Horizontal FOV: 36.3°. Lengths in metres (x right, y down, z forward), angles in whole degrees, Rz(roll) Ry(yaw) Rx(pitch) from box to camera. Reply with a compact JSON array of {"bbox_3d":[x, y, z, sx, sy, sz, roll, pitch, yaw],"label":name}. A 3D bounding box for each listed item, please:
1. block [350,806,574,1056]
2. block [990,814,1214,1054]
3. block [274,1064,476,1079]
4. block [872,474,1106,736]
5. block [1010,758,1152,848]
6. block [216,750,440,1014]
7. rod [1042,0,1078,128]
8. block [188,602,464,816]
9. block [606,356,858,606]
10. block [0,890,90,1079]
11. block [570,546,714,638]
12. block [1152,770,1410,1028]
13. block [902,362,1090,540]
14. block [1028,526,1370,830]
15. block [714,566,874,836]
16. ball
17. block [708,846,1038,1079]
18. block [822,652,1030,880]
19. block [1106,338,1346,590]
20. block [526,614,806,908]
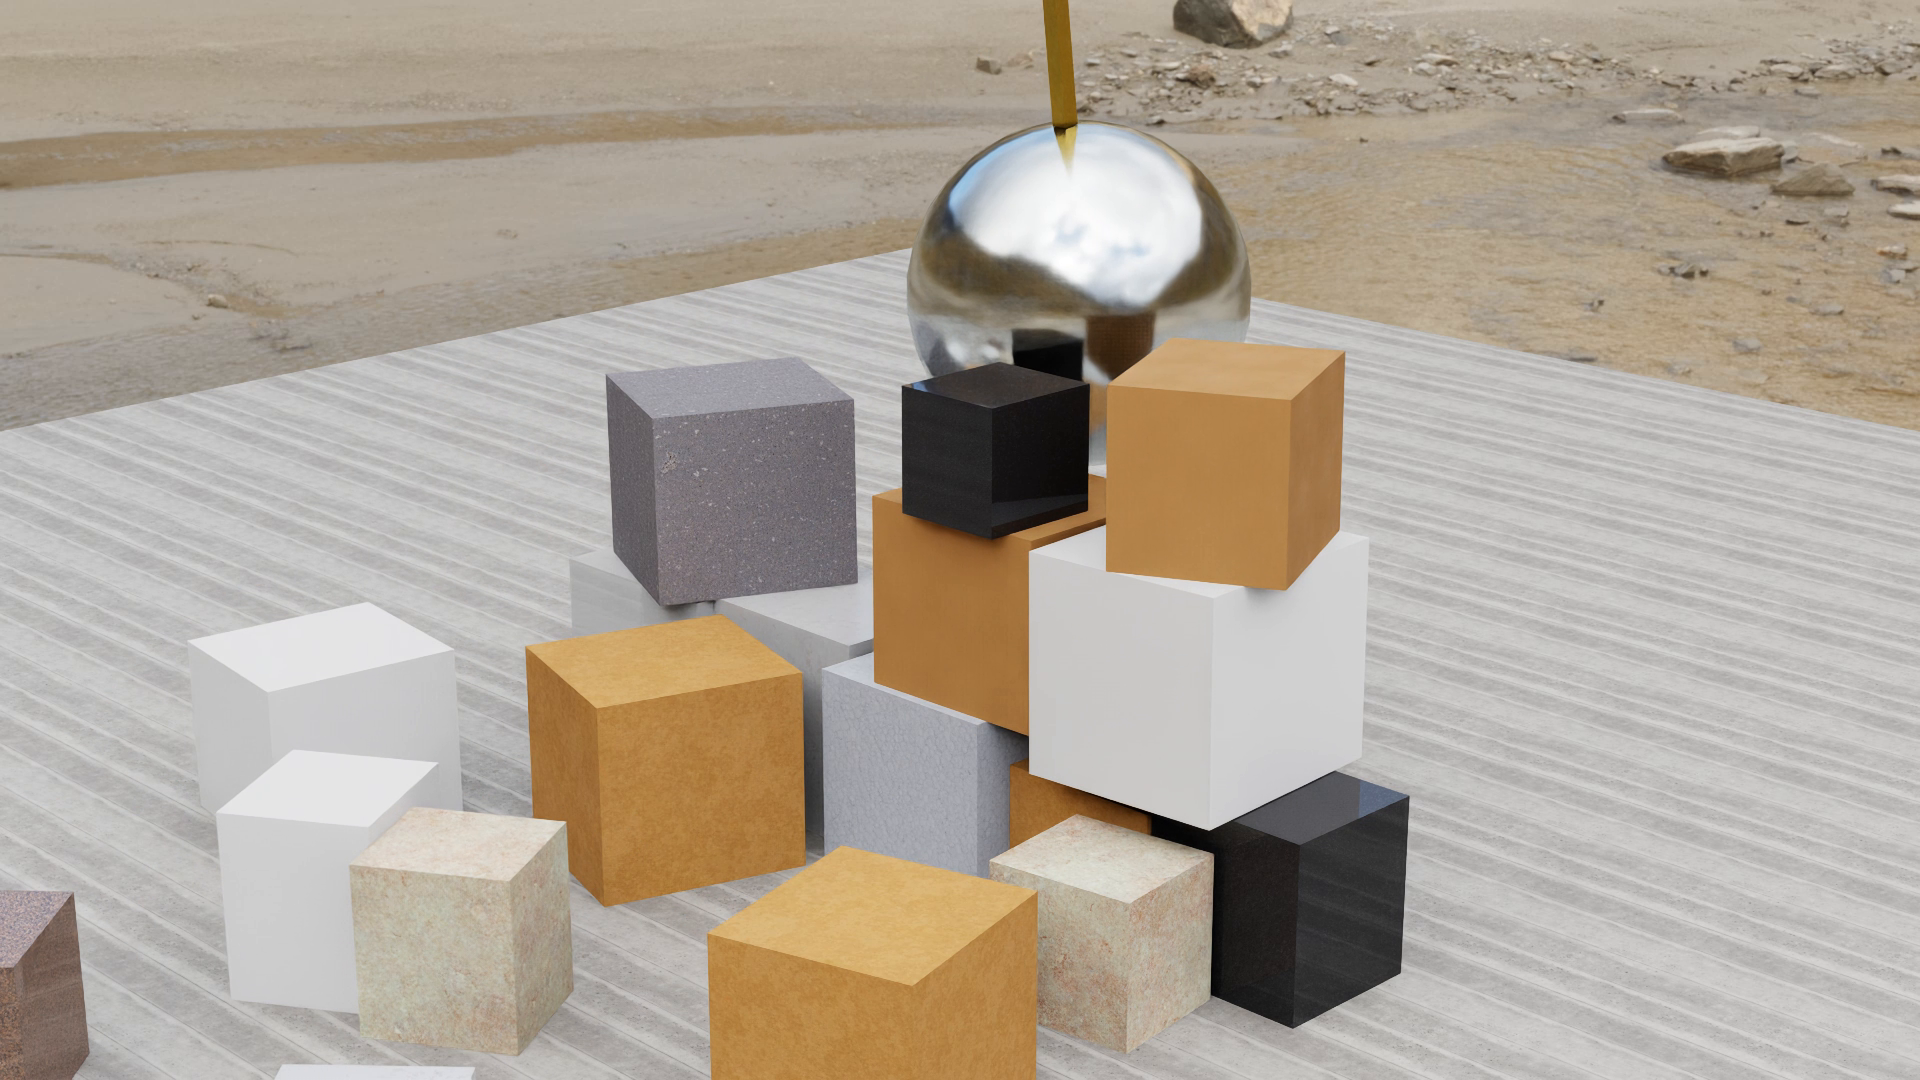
[{"bbox_3d":[-2.029,1.592,12.003,0.684,0.765,0.615,4,18,13],"label":"block"},{"bbox_3d":[0.582,1.614,12.109,0.692,0.660,0.616,13,22,36],"label":"block"},{"bbox_3d":[-2.069,2.253,10.158,0.688,0.610,0.669,1,17,2],"label":"block"},{"bbox_3d":[0.279,0.222,13.015,0.953,0.874,0.927,16,24,42],"label":"block"},{"bbox_3d":[0.779,1.326,12.939,0.782,0.711,0.802,-17,24,-42],"label":"block"},{"bbox_3d":[-2.634,1.435,12.373,0.670,0.844,0.719,4,18,13],"label":"block"},{"bbox_3d":[0.238,-4.263,12.252,0.080,5.200,0.080,17,31,42],"label":"rod"},{"bbox_3d":[-3.040,0.903,14.055,0.950,0.848,0.888,-13,22,-36],"label":"block"},{"bbox_3d":[-1.130,-0.308,14.432,0.992,0.923,0.947,-6,18,-19],"label":"block"},{"bbox_3d":[-3.839,1.823,11.362,0.657,0.709,0.684,1,17,2],"label":"block"},{"bbox_3d":[-1.272,0.573,14.860,0.954,0.997,1.002,-17,24,-42],"label":"block"},{"bbox_3d":[1.340,1.449,12.374,0.730,0.815,0.787,-17,24,-42],"label":"block"},{"bbox_3d":[0.152,-0.391,12.563,0.593,0.567,0.541,-17,24,-42],"label":"block"},{"bbox_3d":[1.009,0.492,12.413,0.961,0.990,1.080,14,22,40],"label":"block"},{"bbox_3d":[-0.545,0.774,14.200,0.835,1.009,0.975,-16,24,-41],"label":"block"},{"bbox_3d":[0.549,-1.140,13.559,1.600,1.600,1.600,0,17,0],"label":"ball"},{"bbox_3d":[-0.320,1.806,11.190,0.886,0.844,0.942,10,20,28],"label":"block"},{"bbox_3d":[0.132,1.022,13.509,1.151,0.949,0.997,-17,24,-42],"label":"block"},{"bbox_3d":[1.099,-0.330,12.068,0.755,0.782,0.882,6,18,20],"label":"block"},{"bbox_3d":[-1.366,0.999,13.582,0.990,0.950,0.923,-9,20,-26],"label":"block"}]
